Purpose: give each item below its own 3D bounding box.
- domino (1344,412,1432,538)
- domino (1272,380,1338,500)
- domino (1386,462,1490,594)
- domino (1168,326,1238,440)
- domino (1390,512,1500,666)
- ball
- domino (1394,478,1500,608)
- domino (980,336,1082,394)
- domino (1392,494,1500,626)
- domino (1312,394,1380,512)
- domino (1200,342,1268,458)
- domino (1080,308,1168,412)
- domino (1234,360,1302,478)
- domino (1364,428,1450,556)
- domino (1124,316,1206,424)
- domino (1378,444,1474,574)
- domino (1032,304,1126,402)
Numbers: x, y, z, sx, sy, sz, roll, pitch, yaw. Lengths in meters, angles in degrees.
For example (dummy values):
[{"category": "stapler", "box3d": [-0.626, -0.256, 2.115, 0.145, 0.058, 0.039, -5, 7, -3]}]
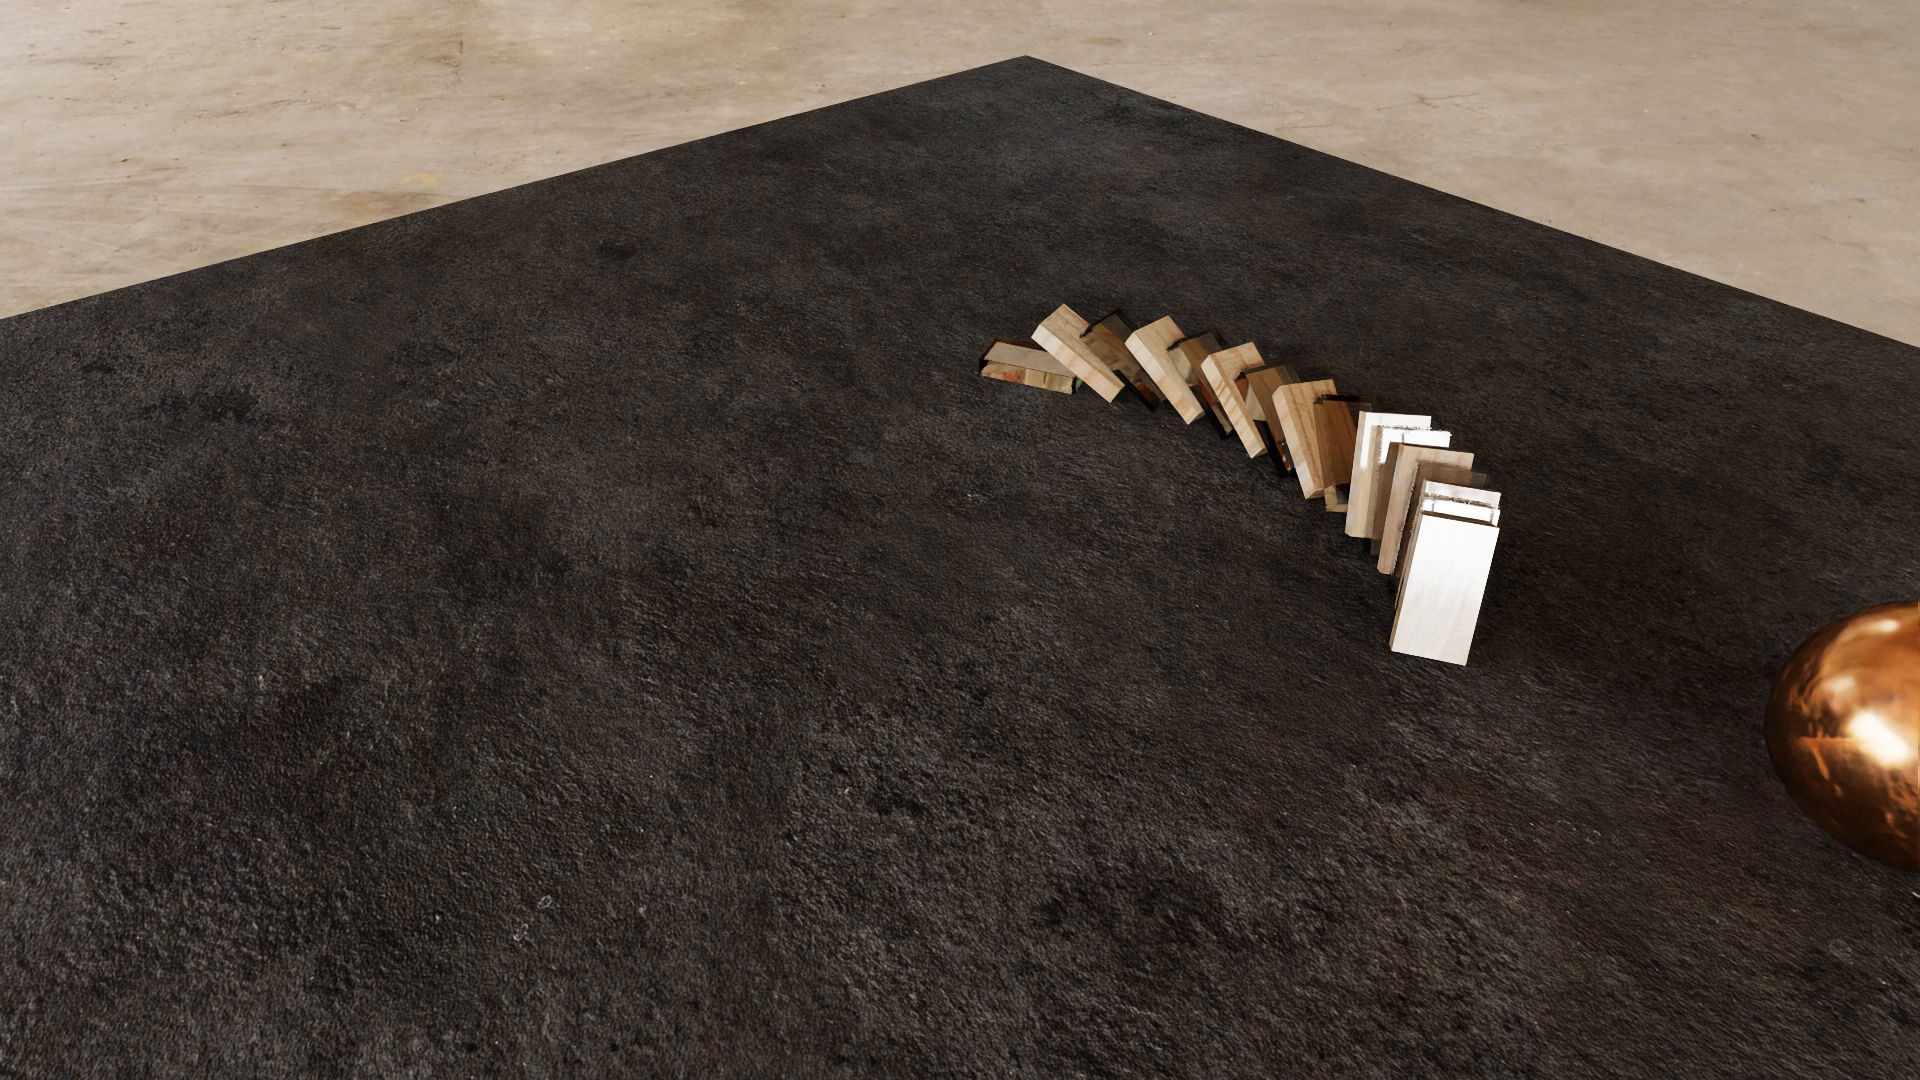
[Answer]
[{"category": "domino", "box3d": [0.172, -0.026, 0.444, 0.025, 0.050, 0.009, 4, 11, 4]}, {"category": "domino", "box3d": [0.156, -0.044, 0.477, 0.025, 0.010, 0.050, -9, 72, -12]}, {"category": "domino", "box3d": [0.180, -0.003, 0.416, 0.025, 0.050, 0.009, 11, 12, 13]}, {"category": "domino", "box3d": [0.121, -0.074, 0.514, 0.025, 0.010, 0.050, -22, 75, -25]}, {"category": "domino", "box3d": [0.172, 0.017, 0.392, 0.025, 0.050, 0.010, 11, 12, 13]}, {"category": "ball", "box3d": [0.282, 0.057, 0.318, 0.080, 0.080, 0.080, 0, 39, 0]}, {"category": "domino", "box3d": [0.180, 0.004, 0.407, 0.025, 0.050, 0.010, 11, 12, 13]}, {"category": "domino", "box3d": [0.037, -0.088, 0.551, 0.050, 0.009, 0.025, 15, 42, 17]}, {"category": "domino", "box3d": [0.176, 0.011, 0.400, 0.025, 0.050, 0.010, 11, 12, 13]}, {"category": "domino", "box3d": [0.166, -0.037, 0.466, 0.025, 0.010, 0.050, 2, 70, -8]}, {"category": "domino", "box3d": [0.133, -0.064, 0.502, 0.025, 0.010, 0.050, -19, 74, -22]}, {"category": "domino", "box3d": [0.085, -0.088, 0.533, 0.025, 0.010, 0.050, -35, 79, -35]}, {"category": "domino", "box3d": [0.145, -0.054, 0.490, 0.025, 0.010, 0.050, -16, 73, -18]}, {"category": "domino", "box3d": [0.177, -0.019, 0.435, 0.025, 0.050, 0.010, 3, 11, 4]}, {"category": "domino", "box3d": [0.104, -0.081, 0.524, 0.025, 0.010, 0.050, -29, 77, -31]}, {"category": "domino", "box3d": [0.180, -0.011, 0.426, 0.025, 0.050, 0.010, 8, 11, 10]}, {"category": "domino", "box3d": [0.062, -0.092, 0.538, 0.050, 0.010, 0.025, 40, 49, 4]}]
